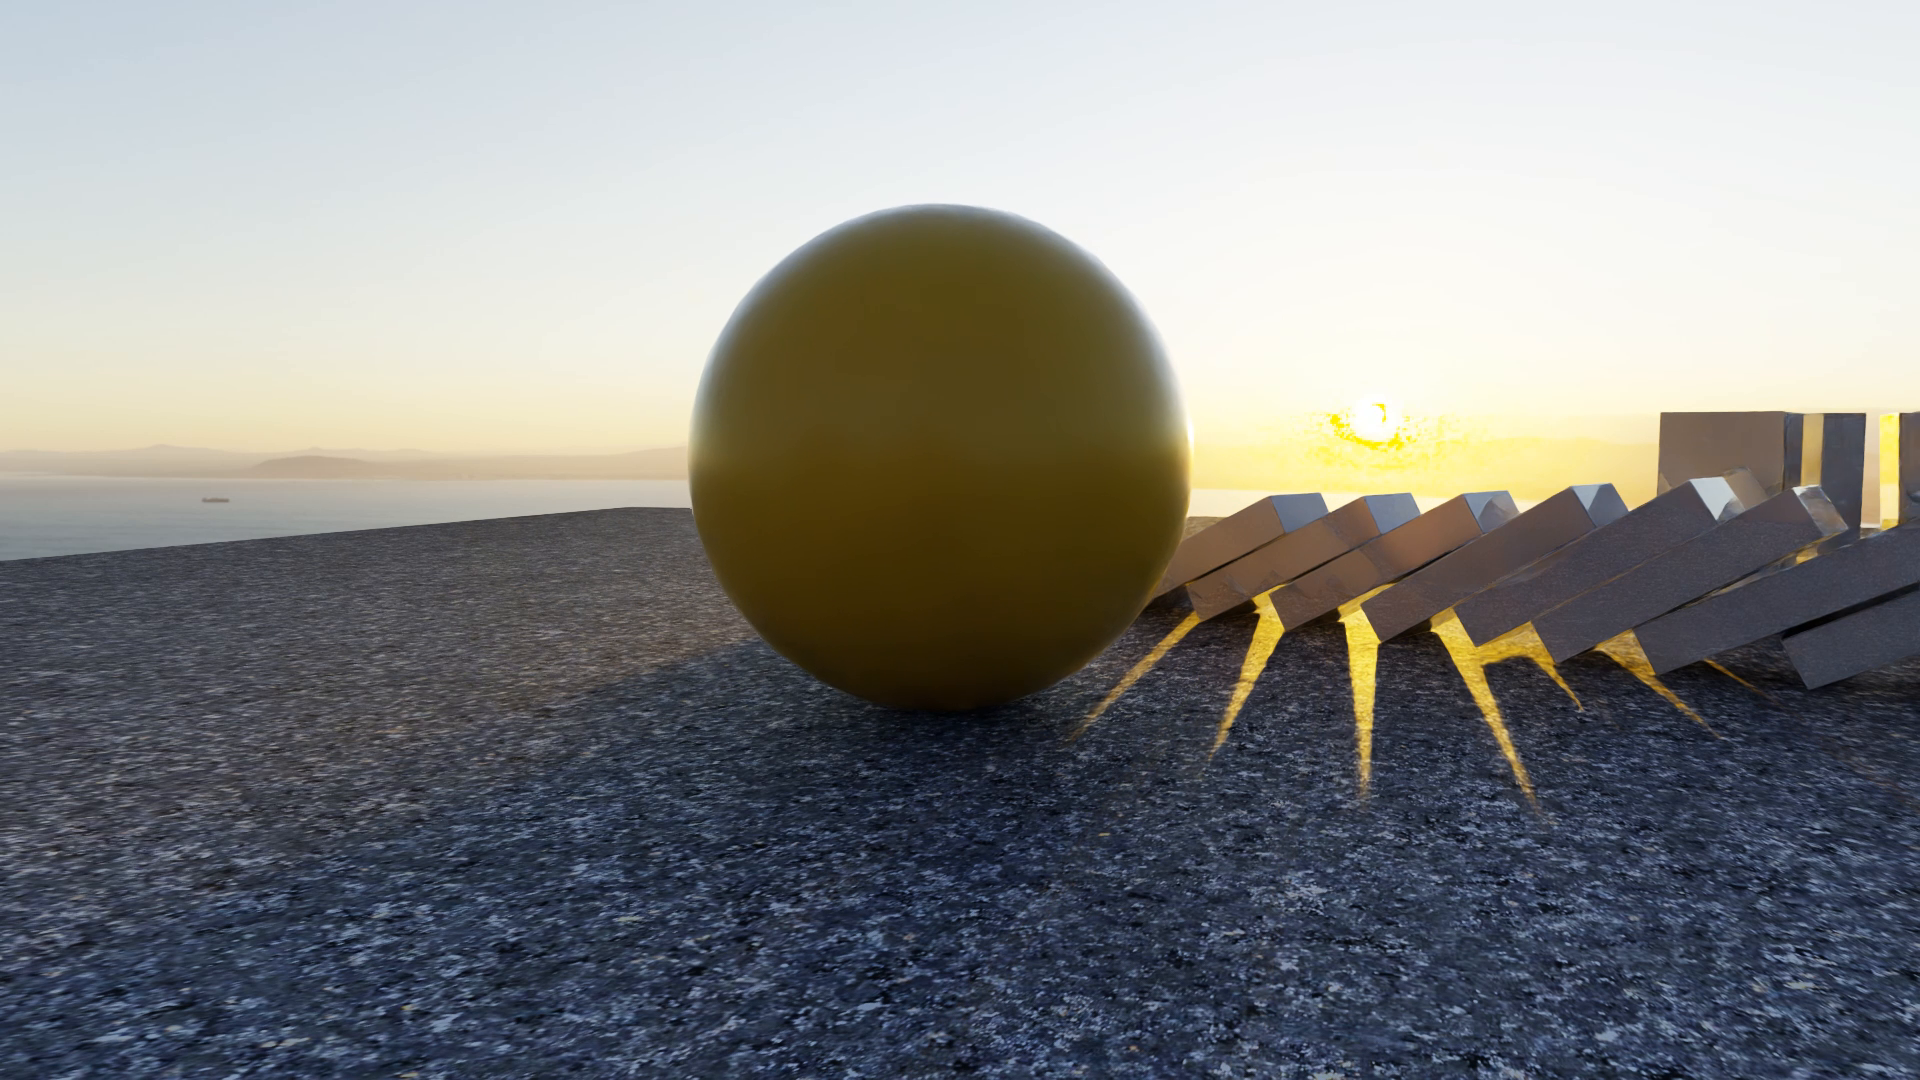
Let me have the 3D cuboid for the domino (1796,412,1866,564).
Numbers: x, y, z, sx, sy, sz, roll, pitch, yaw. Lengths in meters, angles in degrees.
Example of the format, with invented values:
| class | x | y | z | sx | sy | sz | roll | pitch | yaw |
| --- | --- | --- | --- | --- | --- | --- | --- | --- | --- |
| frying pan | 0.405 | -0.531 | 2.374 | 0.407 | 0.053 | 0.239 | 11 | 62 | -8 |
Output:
| class | x | y | z | sx | sy | sz | roll | pitch | yaw |
| --- | --- | --- | --- | --- | --- | --- | --- | --- | --- |
| domino | 0.215 | -0.007 | 0.323 | 0.009 | 0.050 | 0.025 | 1 | 4 | 8 |

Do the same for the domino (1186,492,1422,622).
| class | x | y | z | sx | sy | sz | roll | pitch | yaw |
| --- | --- | --- | --- | --- | --- | --- | --- | --- | --- |
| domino | 0.080 | 0.004 | 0.300 | 0.025 | 0.009 | 0.050 | -5 | -21 | -47 |

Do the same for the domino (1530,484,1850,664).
| class | x | y | z | sx | sy | sz | roll | pitch | yaw |
| --- | --- | --- | --- | --- | --- | --- | --- | --- | --- |
| domino | 0.136 | 0.007 | 0.242 | 0.025 | 0.010 | 0.050 | -5 | -26 | -47 |

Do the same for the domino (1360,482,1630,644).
| class | x | y | z | sx | sy | sz | roll | pitch | yaw |
| --- | --- | --- | --- | --- | --- | --- | --- | --- | --- |
| domino | 0.112 | 0.005 | 0.269 | 0.025 | 0.010 | 0.050 | -5 | -26 | -47 |

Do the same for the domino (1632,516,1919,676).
| class | x | y | z | sx | sy | sz | roll | pitch | yaw |
| --- | --- | --- | --- | --- | --- | --- | --- | --- | --- |
| domino | 0.151 | 0.009 | 0.230 | 0.025 | 0.010 | 0.050 | -5 | -22 | -47 |

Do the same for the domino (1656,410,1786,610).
| class | x | y | z | sx | sy | sz | roll | pitch | yaw |
| --- | --- | --- | --- | --- | --- | --- | --- | --- | --- |
| domino | 0.179 | -0.005 | 0.303 | 0.025 | 0.050 | 0.010 | 3 | 5 | 33 |

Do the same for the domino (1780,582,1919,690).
| class | x | y | z | sx | sy | sz | roll | pitch | yaw |
| --- | --- | --- | --- | --- | --- | --- | --- | --- | --- |
| domino | 0.170 | 0.010 | 0.218 | 0.050 | 0.010 | 0.025 | -32 | -14 | 35 |

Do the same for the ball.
| class | x | y | z | sx | sy | sz | roll | pitch | yaw |
| --- | --- | --- | --- | --- | --- | --- | --- | --- | --- |
| ball | -0.003 | -0.013 | 0.206 | 0.080 | 0.080 | 0.080 | 0 | 4 | 0 |

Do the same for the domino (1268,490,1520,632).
| class | x | y | z | sx | sy | sz | roll | pitch | yaw |
| --- | --- | --- | --- | --- | --- | --- | --- | --- | --- |
| domino | 0.096 | 0.005 | 0.284 | 0.025 | 0.009 | 0.050 | -5 | -23 | -47 |

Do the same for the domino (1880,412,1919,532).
| class | x | y | z | sx | sy | sz | roll | pitch | yaw |
| --- | --- | --- | --- | --- | --- | --- | --- | --- | --- |
| domino | 0.236 | -0.006 | 0.317 | 0.009 | 0.050 | 0.025 | -1 | 3 | 28 |

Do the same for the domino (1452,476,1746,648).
| class | x | y | z | sx | sy | sz | roll | pitch | yaw |
| --- | --- | --- | --- | --- | --- | --- | --- | --- | --- |
| domino | 0.126 | 0.005 | 0.254 | 0.025 | 0.010 | 0.050 | -5 | -26 | -47 |

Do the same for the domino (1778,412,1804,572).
| class | x | y | z | sx | sy | sz | roll | pitch | yaw |
| --- | --- | --- | --- | --- | --- | --- | --- | --- | --- |
| domino | 0.193 | -0.006 | 0.320 | 0.009 | 0.050 | 0.025 | -3 | 5 | -37 |

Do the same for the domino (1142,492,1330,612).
| class | x | y | z | sx | sy | sz | roll | pitch | yaw |
| --- | --- | --- | --- | --- | --- | --- | --- | --- | --- |
| domino | 0.063 | 0.004 | 0.313 | 0.025 | 0.010 | 0.050 | -5 | -20 | -47 |
